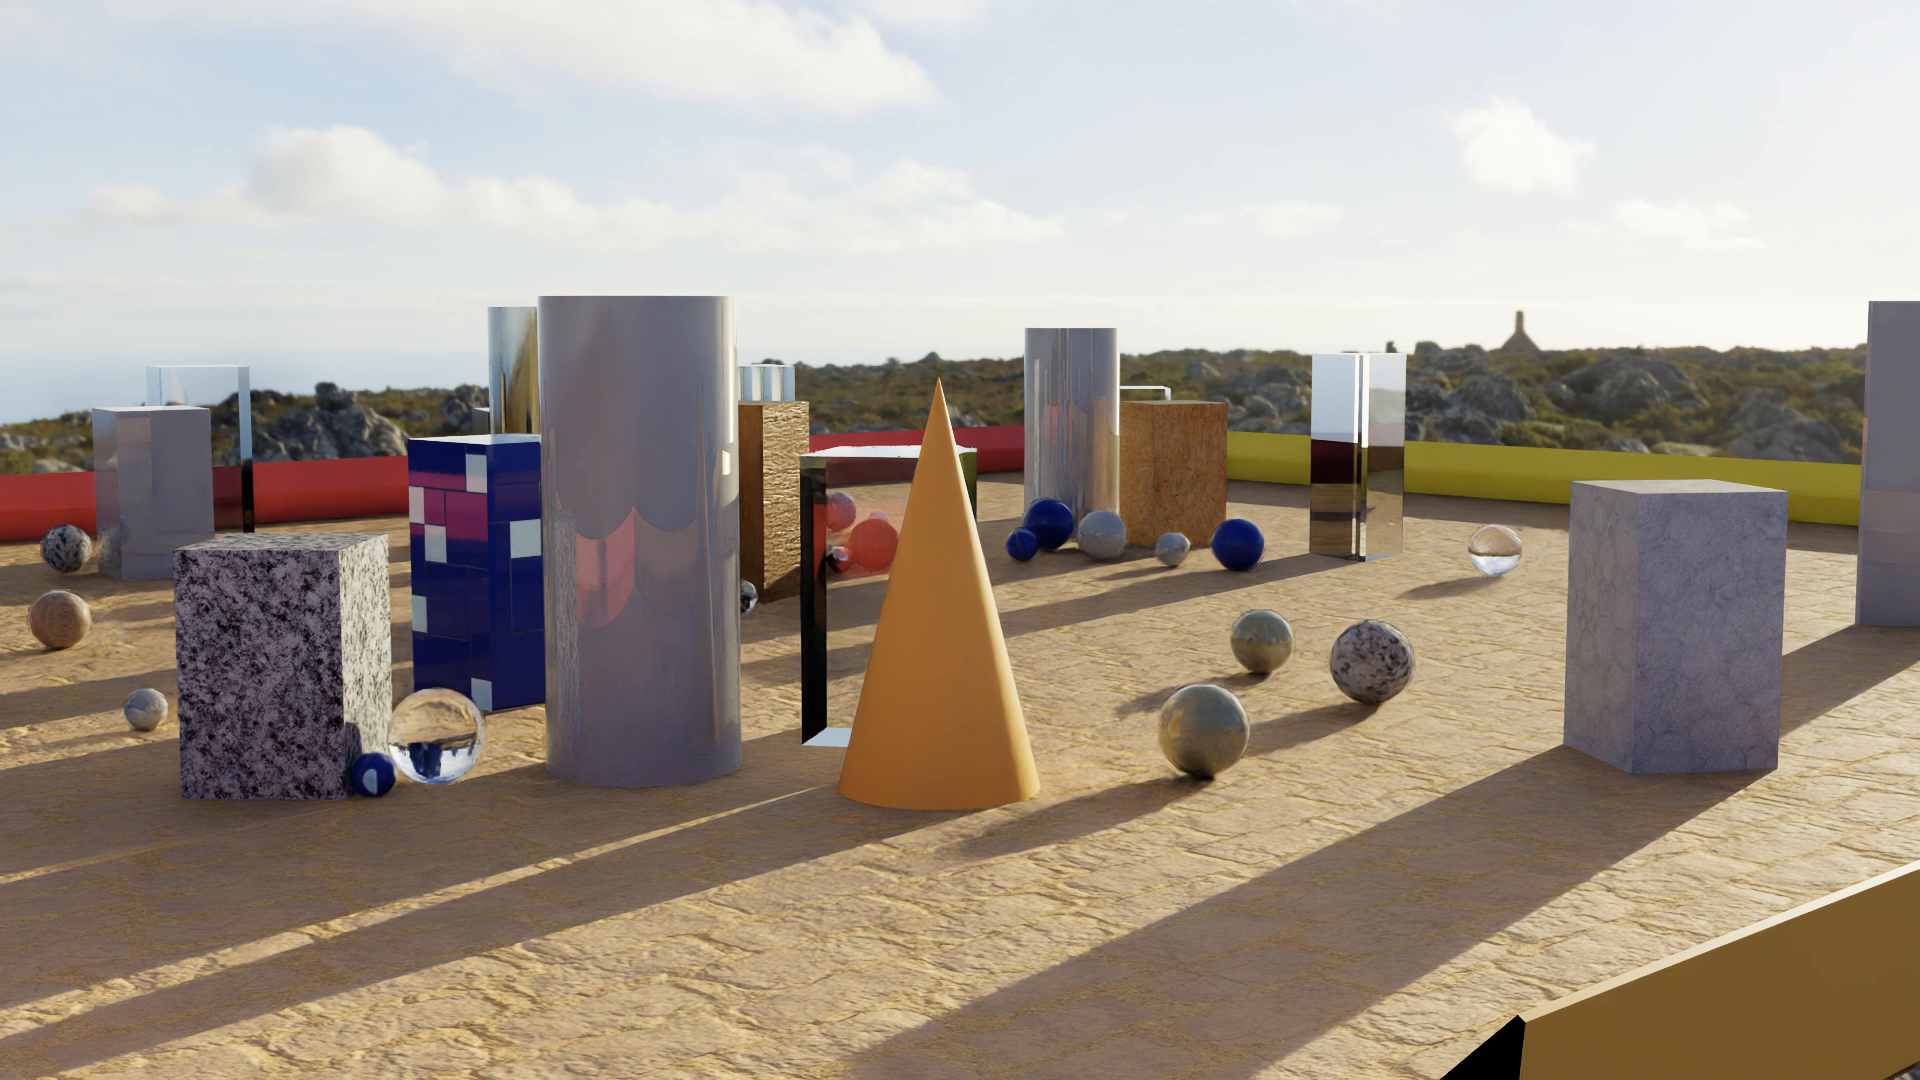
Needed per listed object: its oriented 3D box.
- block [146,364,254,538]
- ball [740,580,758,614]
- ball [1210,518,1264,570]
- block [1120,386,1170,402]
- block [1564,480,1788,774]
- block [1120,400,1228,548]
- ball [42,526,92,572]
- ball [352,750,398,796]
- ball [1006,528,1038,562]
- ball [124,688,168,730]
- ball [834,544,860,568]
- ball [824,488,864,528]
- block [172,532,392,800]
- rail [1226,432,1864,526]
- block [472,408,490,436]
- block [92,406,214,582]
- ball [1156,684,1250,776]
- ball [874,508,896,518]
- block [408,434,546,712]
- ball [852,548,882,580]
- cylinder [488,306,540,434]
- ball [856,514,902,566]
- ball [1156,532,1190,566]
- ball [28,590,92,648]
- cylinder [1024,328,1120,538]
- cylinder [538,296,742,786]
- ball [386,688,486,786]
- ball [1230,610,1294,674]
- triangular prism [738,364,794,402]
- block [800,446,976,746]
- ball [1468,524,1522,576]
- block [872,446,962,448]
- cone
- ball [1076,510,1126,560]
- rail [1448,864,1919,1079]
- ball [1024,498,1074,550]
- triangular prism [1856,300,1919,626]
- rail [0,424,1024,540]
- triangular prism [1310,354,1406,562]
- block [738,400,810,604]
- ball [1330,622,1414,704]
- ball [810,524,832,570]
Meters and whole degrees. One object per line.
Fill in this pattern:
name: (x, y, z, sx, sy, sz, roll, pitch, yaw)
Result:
block: (-1.379, -0.146, 3.992, 0.151, 0.339, 0.151, -3, 7, -29)
ball: (-0.320, 0.083, 3.198, 0.052, 0.052, 0.052, 0, 6, 0)
ball: (0.472, 0.007, 3.737, 0.090, 0.090, 0.090, 0, 6, 0)
block: (0.378, -0.201, 4.849, 0.151, 0.270, 0.151, 0, 6, -1)
block: (0.705, 0.081, 2.178, 0.151, 0.270, 0.151, -1, 6, -9)
block: (0.404, -0.128, 4.173, 0.151, 0.266, 0.151, -2, 6, -20)
ball: (-1.507, 0.015, 3.713, 0.079, 0.079, 0.079, 0, 6, 0)
ball: (-0.536, 0.214, 2.012, 0.041, 0.041, 0.041, 0, 6, 0)
ball: (0.110, 0.009, 3.870, 0.058, 0.058, 0.058, 0, 6, 0)
ball: (-0.861, 0.179, 2.326, 0.044, 0.044, 0.044, 0, 6, 0)
ball: (-0.192, 0.028, 3.758, 0.044, 0.044, 0.044, 0, 6, 0)
ball: (-0.233, -0.064, 4.450, 0.081, 0.081, 0.081, 0, 6, 0)
block: (-0.630, 0.114, 2.062, 0.151, 0.228, 0.151, 0, 6, 2)
rail: (1.564, -0.120, 4.768, 0.045, 0.123, 3.787, -6, 8, -42)
block: (-0.841, -0.125, 4.212, 0.151, 0.252, 0.151, -3, 7, -23)
block: (-1.350, -0.082, 3.682, 0.151, 0.277, 0.151, -4, 7, -35)
ball: (0.232, 0.181, 2.095, 0.088, 0.088, 0.088, 0, 6, 0)
ball: (-0.151, -0.045, 4.442, 0.044, 0.044, 0.044, 0, 6, 0)
block: (-0.523, 0.031, 2.525, 0.151, 0.296, 0.151, 6, 8, 42)
ball: (-0.152, 0.040, 3.604, 0.052, 0.052, 0.052, 0, 6, 0)
cylinder: (-0.565, -0.105, 3.099, 0.189, 0.446, 0.189, 0, 6, 0)
ball: (-0.135, 0.001, 3.793, 0.089, 0.089, 0.089, 0, 6, 0)
ball: (0.368, 0.016, 3.796, 0.060, 0.060, 0.060, 0, 6, 0)
ball: (-1.179, 0.104, 2.880, 0.076, 0.076, 0.076, 0, 6, 0)
cylinder: (0.220, -0.215, 4.334, 0.189, 0.405, 0.189, 0, 6, 0)
cylinder: (-0.307, -0.006, 2.119, 0.189, 0.455, 0.189, 0, 6, 0)
ball: (-0.489, 0.183, 2.057, 0.091, 0.091, 0.091, 0, 6, 0)
ball: (0.369, 0.124, 2.685, 0.077, 0.077, 0.077, 0, 6, 0)
triangular prism: (-0.394, -0.180, 4.356, 0.164, 0.331, 0.142, 1, 6, 8)
block: (-0.072, 0.056, 2.288, 0.151, 0.296, 0.151, 1, 6, 12)
ball: (0.887, 0.018, 3.646, 0.086, 0.086, 0.086, 0, 6, 0)
block: (-0.066, -0.026, 3.388, 0.151, 0.229, 0.151, -1, 6, -8)
cone: (-0.019, 0.040, 2.030, 0.189, 0.383, 0.189, 0, 6, 0)
ball: (0.249, -0.009, 3.882, 0.090, 0.090, 0.090, 0, 6, 0)
rail: (1.268, 0.176, 1.966, 4.304, 0.123, 0.045, -6, 8, -42)
ball: (0.164, -0.029, 4.057, 0.094, 0.094, 0.094, 0, 6, 0)
triangular prism: (1.361, -0.112, 3.131, 0.164, 0.454, 0.142, 1, 6, 13)
rail: (-1.268, -0.112, 4.699, 4.304, 0.123, 0.045, -6, 8, -42)
triangular prism: (0.696, -0.153, 3.950, 0.142, 0.362, 0.164, 4, 7, 35)
block: (-0.334, -0.063, 3.400, 0.151, 0.299, 0.151, 3, 7, 23)
ball: (0.464, 0.138, 2.479, 0.093, 0.093, 0.093, 0, 6, 0)
ball: (-0.260, 0.011, 3.737, 0.081, 0.081, 0.081, 0, 6, 0)
